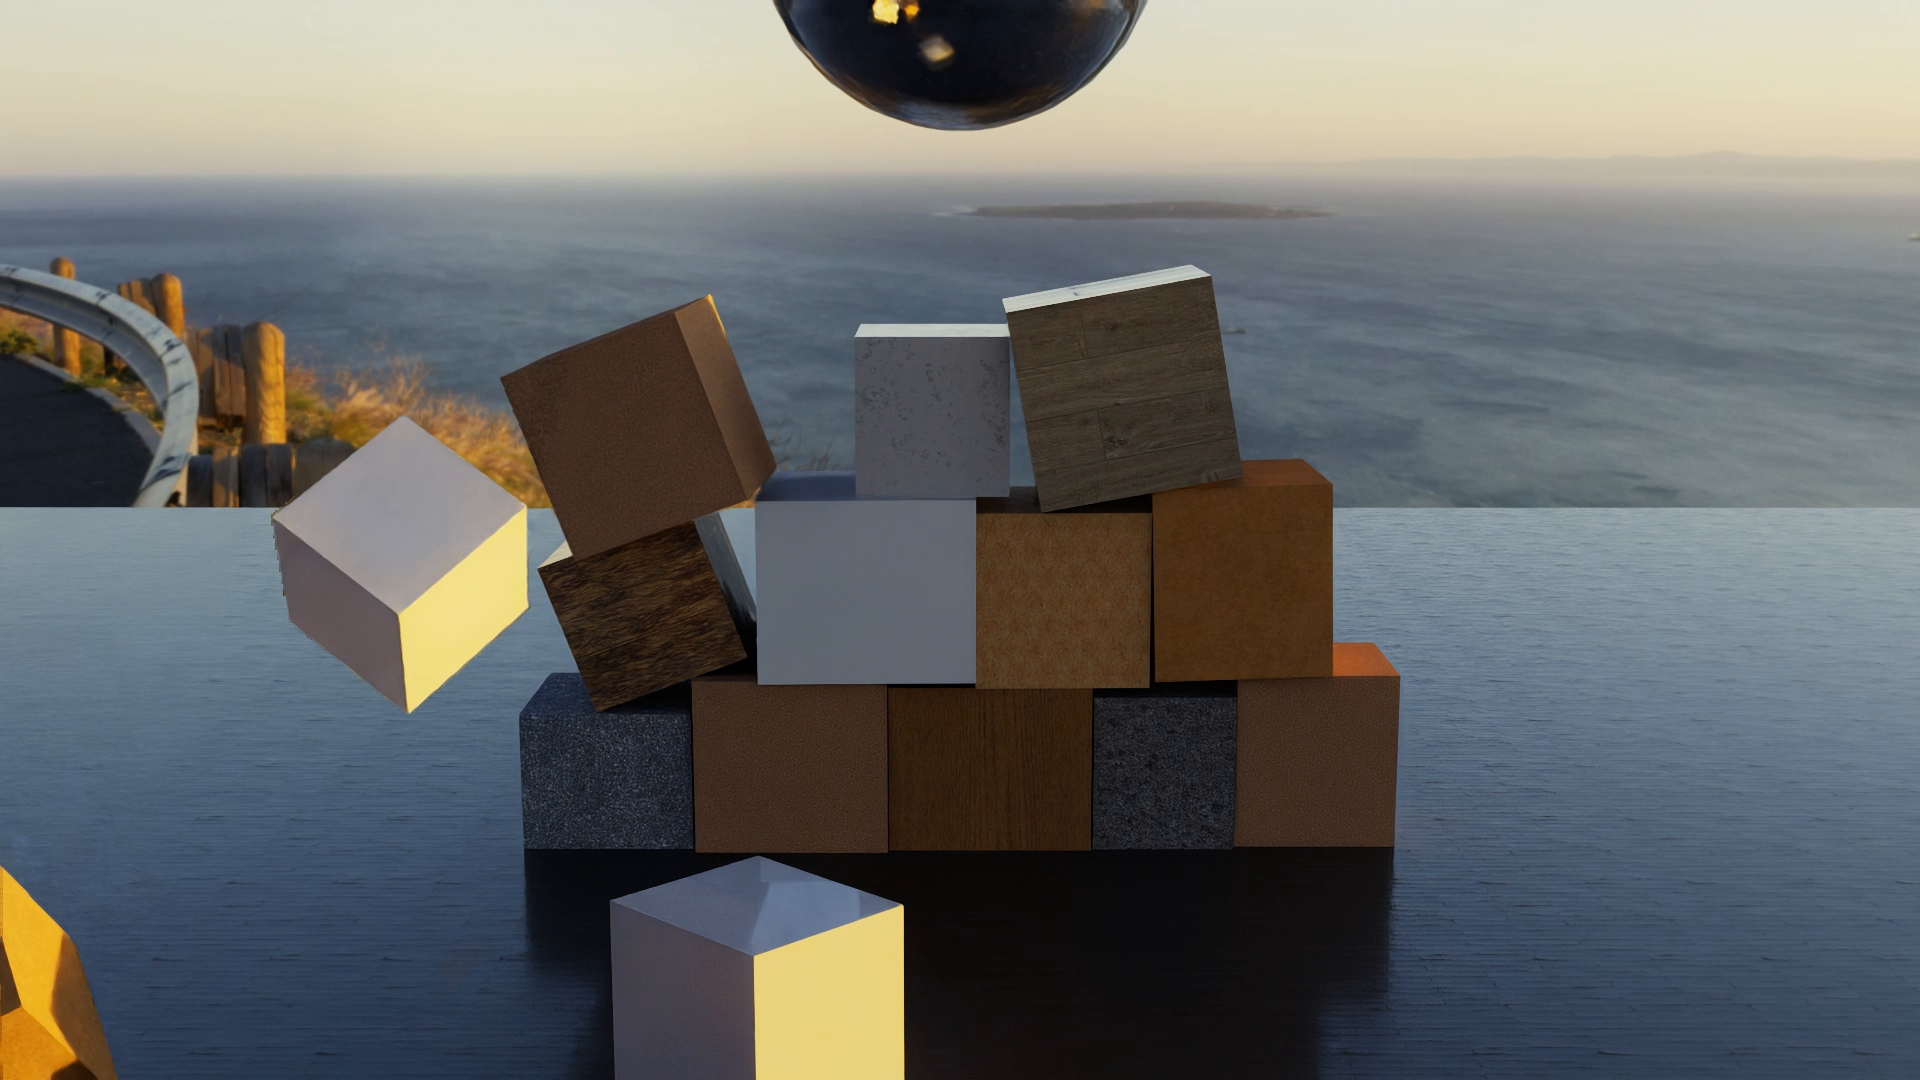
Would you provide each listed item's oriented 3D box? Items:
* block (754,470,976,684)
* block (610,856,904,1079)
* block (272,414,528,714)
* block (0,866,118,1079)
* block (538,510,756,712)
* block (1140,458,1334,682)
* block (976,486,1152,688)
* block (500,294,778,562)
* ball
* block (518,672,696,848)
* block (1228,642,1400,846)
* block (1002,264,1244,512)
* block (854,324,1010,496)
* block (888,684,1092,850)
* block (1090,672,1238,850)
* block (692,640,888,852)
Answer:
[{"bbox_3d":[-0.468,0.169,11.190,1.068,0.909,0.996,0,10,-1],"label":"block"},{"bbox_3d":[-0.727,1.699,7.915,0.787,0.825,0.698,10,14,43],"label":"block"},{"bbox_3d":[-1.842,0.081,7.311,0.549,0.605,0.573,35,56,14],"label":"block"},{"bbox_3d":[-3.347,1.604,7.173,0.796,0.782,0.704,-27,54,-12],"label":"block"},{"bbox_3d":[-1.563,0.293,11.241,0.810,0.778,0.777,-20,10,4],"label":"block"},{"bbox_3d":[1.378,0.137,11.191,0.878,0.958,0.879,-2,10,-1],"label":"block"},{"bbox_3d":[0.498,0.225,11.200,0.860,0.877,0.856,0,10,-1],"label":"block"},{"bbox_3d":[-1.553,-0.570,10.834,0.898,0.941,0.908,-19,10,8],"label":"block"},{"bbox_3d":[0.000,-2.409,8.575,1.600,1.600,1.600,0,10,0],"label":"ball"},{"bbox_3d":[-1.763,1.131,11.405,0.853,0.695,0.868,0,10,0],"label":"block"},{"bbox_3d":[1.784,1.043,11.358,0.807,0.885,0.737,0,10,0],"label":"block"},{"bbox_3d":[0.790,-0.773,10.954,0.986,0.979,0.906,-10,10,2],"label":"block"},{"bbox_3d":[-0.135,-0.663,11.040,0.751,0.781,0.759,0,10,0],"label":"block"},{"bbox_3d":[0.150,1.065,11.371,1.011,0.837,0.878,0,10,0],"label":"block"},{"bbox_3d":[1.019,1.094,11.366,0.707,0.782,0.817,0,10,0],"label":"block"},{"bbox_3d":[-0.839,1.049,11.344,0.961,0.877,0.902,0,10,0],"label":"block"}]
